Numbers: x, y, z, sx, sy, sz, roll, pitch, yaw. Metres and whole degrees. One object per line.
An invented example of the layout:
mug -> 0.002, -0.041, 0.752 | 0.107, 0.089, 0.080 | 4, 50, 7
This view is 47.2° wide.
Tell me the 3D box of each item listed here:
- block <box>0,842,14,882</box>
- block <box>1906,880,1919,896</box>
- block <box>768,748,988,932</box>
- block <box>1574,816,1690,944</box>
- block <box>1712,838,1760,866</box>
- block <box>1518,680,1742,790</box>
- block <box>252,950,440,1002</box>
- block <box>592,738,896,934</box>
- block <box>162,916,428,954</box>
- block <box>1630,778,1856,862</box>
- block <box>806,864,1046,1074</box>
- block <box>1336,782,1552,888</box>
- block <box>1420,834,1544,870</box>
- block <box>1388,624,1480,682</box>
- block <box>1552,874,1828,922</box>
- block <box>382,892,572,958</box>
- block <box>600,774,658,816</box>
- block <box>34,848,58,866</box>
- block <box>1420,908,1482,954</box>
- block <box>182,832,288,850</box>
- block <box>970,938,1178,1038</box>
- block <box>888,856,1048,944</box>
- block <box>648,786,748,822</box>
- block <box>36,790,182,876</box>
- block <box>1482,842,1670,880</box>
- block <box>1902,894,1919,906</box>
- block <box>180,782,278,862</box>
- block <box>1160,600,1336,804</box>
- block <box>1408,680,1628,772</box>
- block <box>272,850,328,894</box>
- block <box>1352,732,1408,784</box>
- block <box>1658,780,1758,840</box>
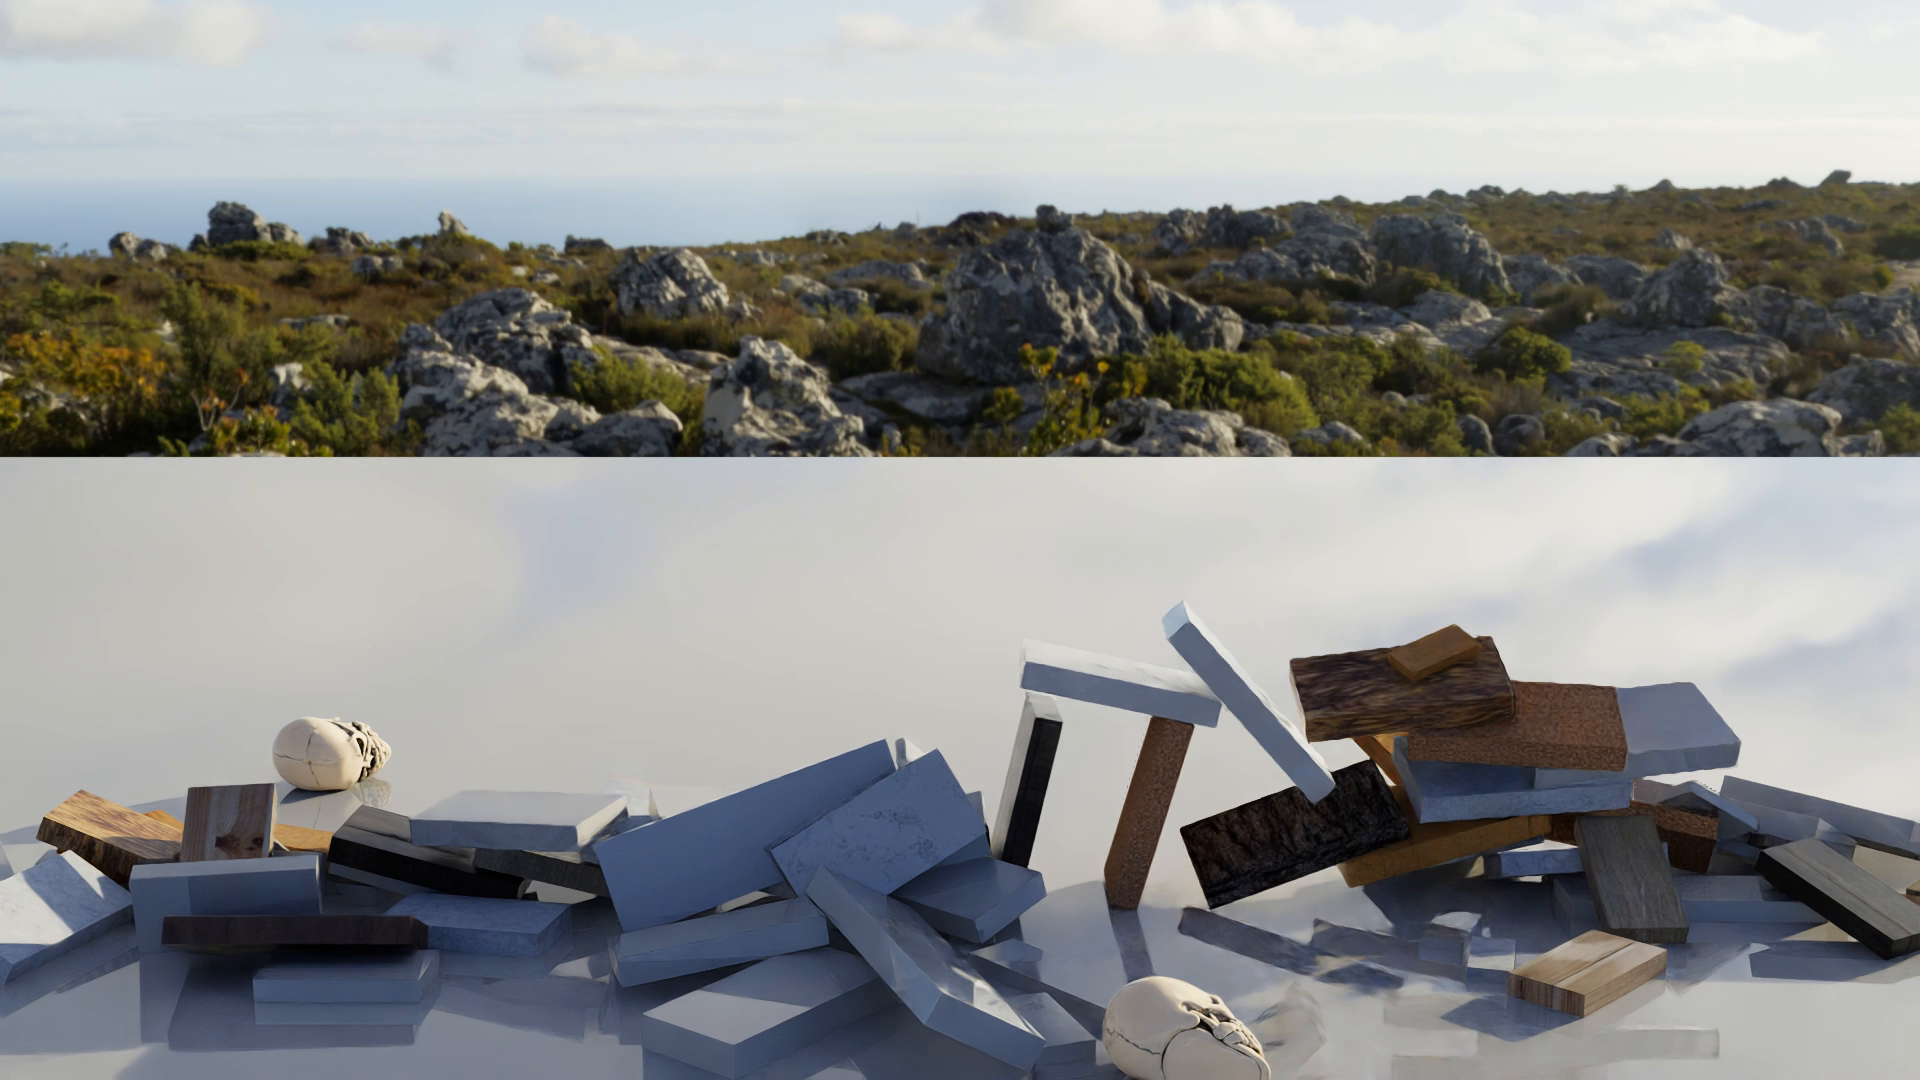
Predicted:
block -> -1.594, 0.578, 3.567 | 0.121, 0.034, 0.376 | -10, 17, -29
block -> 1.632, 0.589, 3.627 | 0.120, 0.017, 0.060 | 10, 14, 42
block -> -0.130, 0.479, 3.495 | 0.312, 0.156, 0.044 | -31, -2, -14
block -> 1.074, 0.542, 3.527 | 0.124, 0.035, 0.248 | -1, 37, 2
block -> 1.306, 0.523, 3.789 | 0.150, 0.021, 0.075 | 19, -8, 12
block -> 1.082, 0.320, 3.635 | 0.353, 0.050, 0.176 | -5, 32, -9
block -> -0.909, 0.647, 3.268 | 0.243, 0.034, 0.122 | 0, 11, 0
block -> -0.325, 0.473, 3.505 | 0.491, 0.156, 0.044 | -19, -1, -13
block -> -1.001, 0.598, 3.328 | 0.361, 0.041, 0.146 | 0, -16, -2
block -> 1.361, 0.493, 3.855 | 0.353, 0.050, 0.176 | 11, -11, 45
block -> -0.061, 0.611, 3.191 | 0.175, 0.050, 0.553 | 30, -1, -23
block -> 0.785, 0.466, 3.668 | 0.346, 0.049, 0.173 | -15, 27, -3
block -> 0.848, 0.525, 3.772 | 0.274, 0.039, 0.137 | -7, -6, -25
block -> 0.776, 0.184, 3.599 | 0.135, 0.019, 0.068 | -21, 35, -19
block -> 1.191, 0.586, 3.596 | 0.410, 0.035, 0.124 | 0, 11, 2
block -> -0.768, 0.607, 3.474 | 0.274, 0.039, 0.137 | 2, 11, 11
block -> -0.551, 0.485, 3.868 | 0.175, 0.050, 0.350 | 14, 3, -5
block -> -1.479, 0.547, 3.709 | 0.136, 0.019, 0.068 | 5, 13, -4
block -> 0.776, 0.617, 3.472 | 0.068, 0.019, 0.135 | 5, 12, 25
block -> -1.205, 0.507, 3.668 | 0.176, 0.088, 0.025 | 34, -10, 20
block -> 0.163, 0.656, 3.241 | 0.090, 0.026, 0.344 | -9, 14, -41
block -> -0.023, 0.561, 3.545 | 0.152, 0.043, 0.304 | -30, 25, -37
block -> -0.351, 0.450, 3.620 | 0.304, 0.043, 0.152 | 2, 12, -15
block -> -1.364, 0.512, 3.665 | 0.292, 0.041, 0.146 | 23, 11, -3
block -> 1.027, 0.537, 3.675 | 0.274, 0.039, 0.137 | -4, -11, 0
block -> 1.584, 0.600, 3.567 | 0.120, 0.017, 0.060 | 6, 12, 28
block -> -1.185, 0.516, 3.553 | 0.137, 0.039, 0.274 | -2, 45, -10
block -> 0.470, 0.263, 3.597 | 0.048, 0.362, 0.168 | -41, 6, 8
block -> 0.900, 0.296, 3.578 | 0.336, 0.048, 0.168 | 3, 32, 7
block -> -1.132, 0.555, 3.610 | 0.176, 0.088, 0.025 | 1, -17, 7
block -> 0.810, 0.401, 3.862 | 0.131, 0.037, 0.281 | -5, 41, -40
block -> 1.256, 0.455, 3.695 | 0.150, 0.021, 0.075 | 29, -32, -17
